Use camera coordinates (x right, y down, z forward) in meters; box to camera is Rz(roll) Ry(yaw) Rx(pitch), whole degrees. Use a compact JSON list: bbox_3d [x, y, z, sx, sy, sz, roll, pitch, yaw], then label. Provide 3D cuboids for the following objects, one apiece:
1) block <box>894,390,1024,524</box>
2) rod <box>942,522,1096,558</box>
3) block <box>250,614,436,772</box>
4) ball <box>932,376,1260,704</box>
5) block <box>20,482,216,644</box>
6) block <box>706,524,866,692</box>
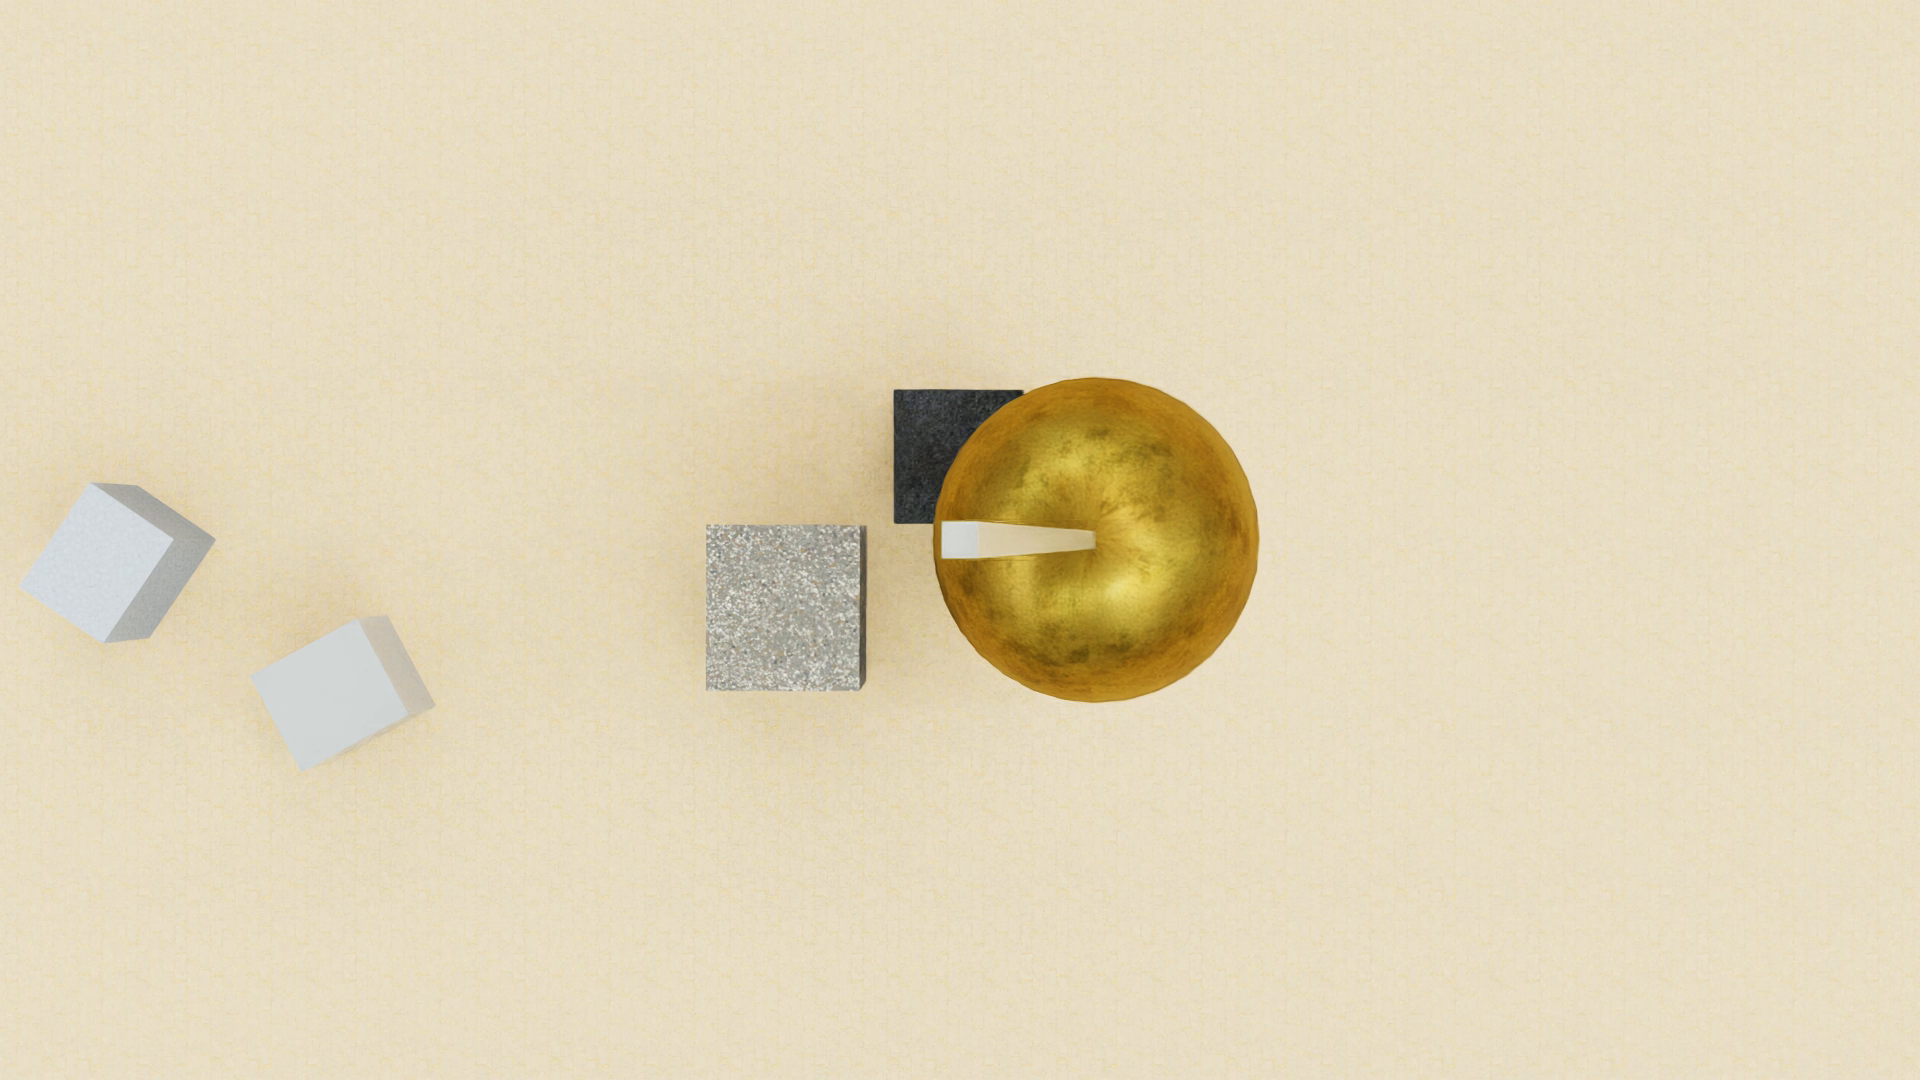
[{"bbox_3d":[-0.007,-0.463,12.598,0.726,0.805,0.742,0,90,0],"label":"block"},{"bbox_3d":[0.287,0.000,7.388,0.080,5.200,0.080,0,90,6],"label":"rod"},{"bbox_3d":[-3.542,0.872,12.673,0.682,0.654,0.612,-28,90,0],"label":"block"},{"bbox_3d":[0.662,0.000,10.767,1.600,1.600,1.600,0,90,0],"label":"ball"},{"bbox_3d":[-4.827,0.128,12.645,0.568,0.711,0.707,34,90,0],"label":"block"},{"bbox_3d":[-0.974,0.373,12.543,0.844,0.915,0.915,0,90,0],"label":"block"}]
